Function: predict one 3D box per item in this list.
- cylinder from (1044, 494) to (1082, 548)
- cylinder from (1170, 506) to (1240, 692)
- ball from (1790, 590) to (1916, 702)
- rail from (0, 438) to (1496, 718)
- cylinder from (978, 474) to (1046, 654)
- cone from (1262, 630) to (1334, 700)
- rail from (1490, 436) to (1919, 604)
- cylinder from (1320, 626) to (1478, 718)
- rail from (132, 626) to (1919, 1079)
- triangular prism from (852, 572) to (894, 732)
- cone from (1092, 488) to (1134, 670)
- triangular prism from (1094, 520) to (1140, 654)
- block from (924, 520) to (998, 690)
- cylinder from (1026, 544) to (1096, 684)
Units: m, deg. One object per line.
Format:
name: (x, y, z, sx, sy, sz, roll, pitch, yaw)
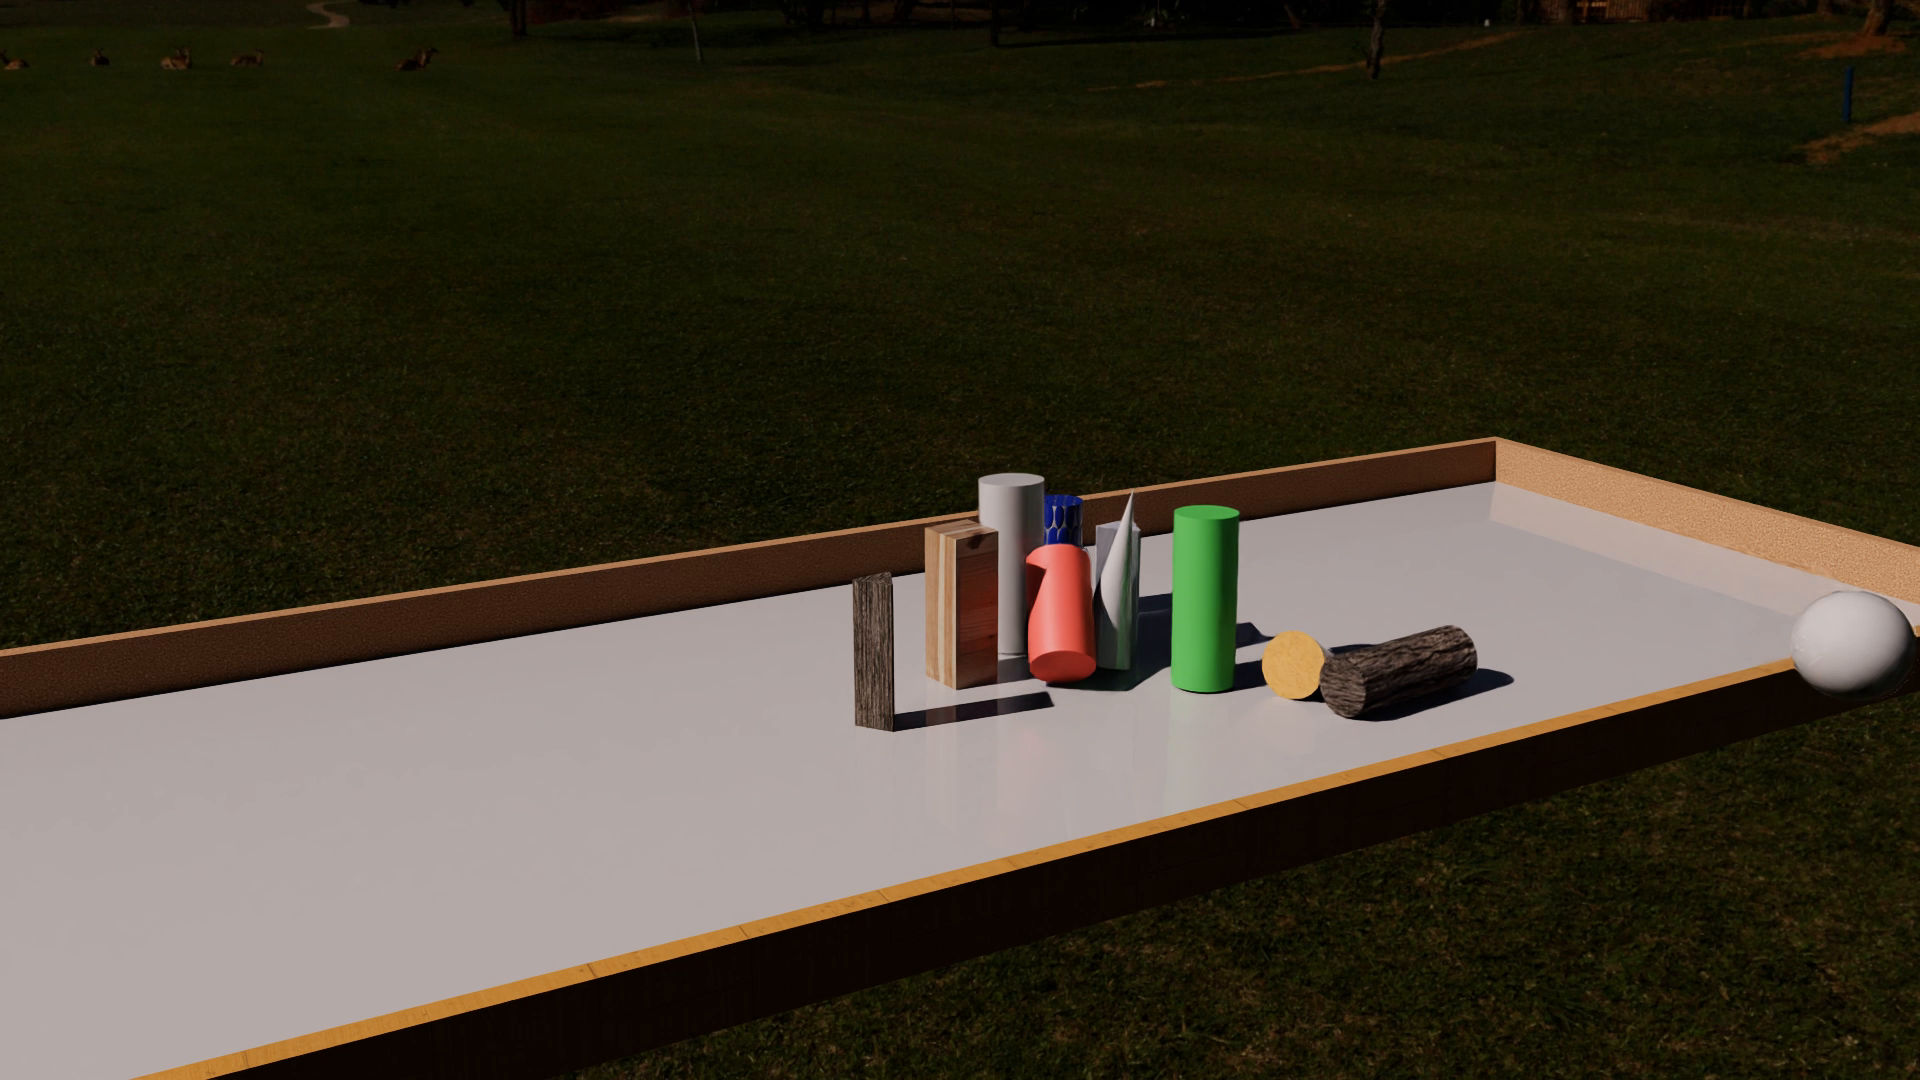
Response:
cylinder: (0.274, 0.052, 4.581, 0.129, 0.336, 0.129, 0, 16, 0)
cylinder: (0.605, 0.144, 4.081, 0.159, 0.436, 0.159, -1, 14, 0)
ball: (1.700, 0.201, 3.143, 0.213, 0.213, 0.213, 0, 16, 0)
rail: (-3.305, 0.497, 3.399, 12.000, 0.150, 0.050, -9, 18, -27)
cylinder: (0.138, 0.059, 4.347, 0.172, 0.446, 0.172, -1, 14, 0)
cone: (0.906, 0.312, 4.149, 0.168, 0.168, 0.302, 13, 5, 37)
rail: (2.466, -0.048, 5.253, 0.050, 0.150, 2.100, -9, 18, -27)
cylinder: (1.069, 0.316, 4.015, 0.394, 0.148, 0.148, -11, 19, -32)
rail: (-2.336, 1.006, 1.665, 12.000, 0.150, 0.050, -9, 18, -27)
triangular prism: (-0.182, 0.257, 3.844, 0.102, 0.359, 0.088, 7, 18, 23)
cone: (0.400, 0.089, 4.198, 0.155, 0.456, 0.155, 10, 6, -1)
triangular prism: (0.427, 0.120, 4.345, 0.117, 0.339, 0.102, 7, 18, 21)
block: (0.004, 0.160, 4.119, 0.130, 0.389, 0.130, -12, 20, -34)
cylinder: (0.252, 0.185, 4.150, 0.165, 0.165, 0.312, 0, 56, 0)
